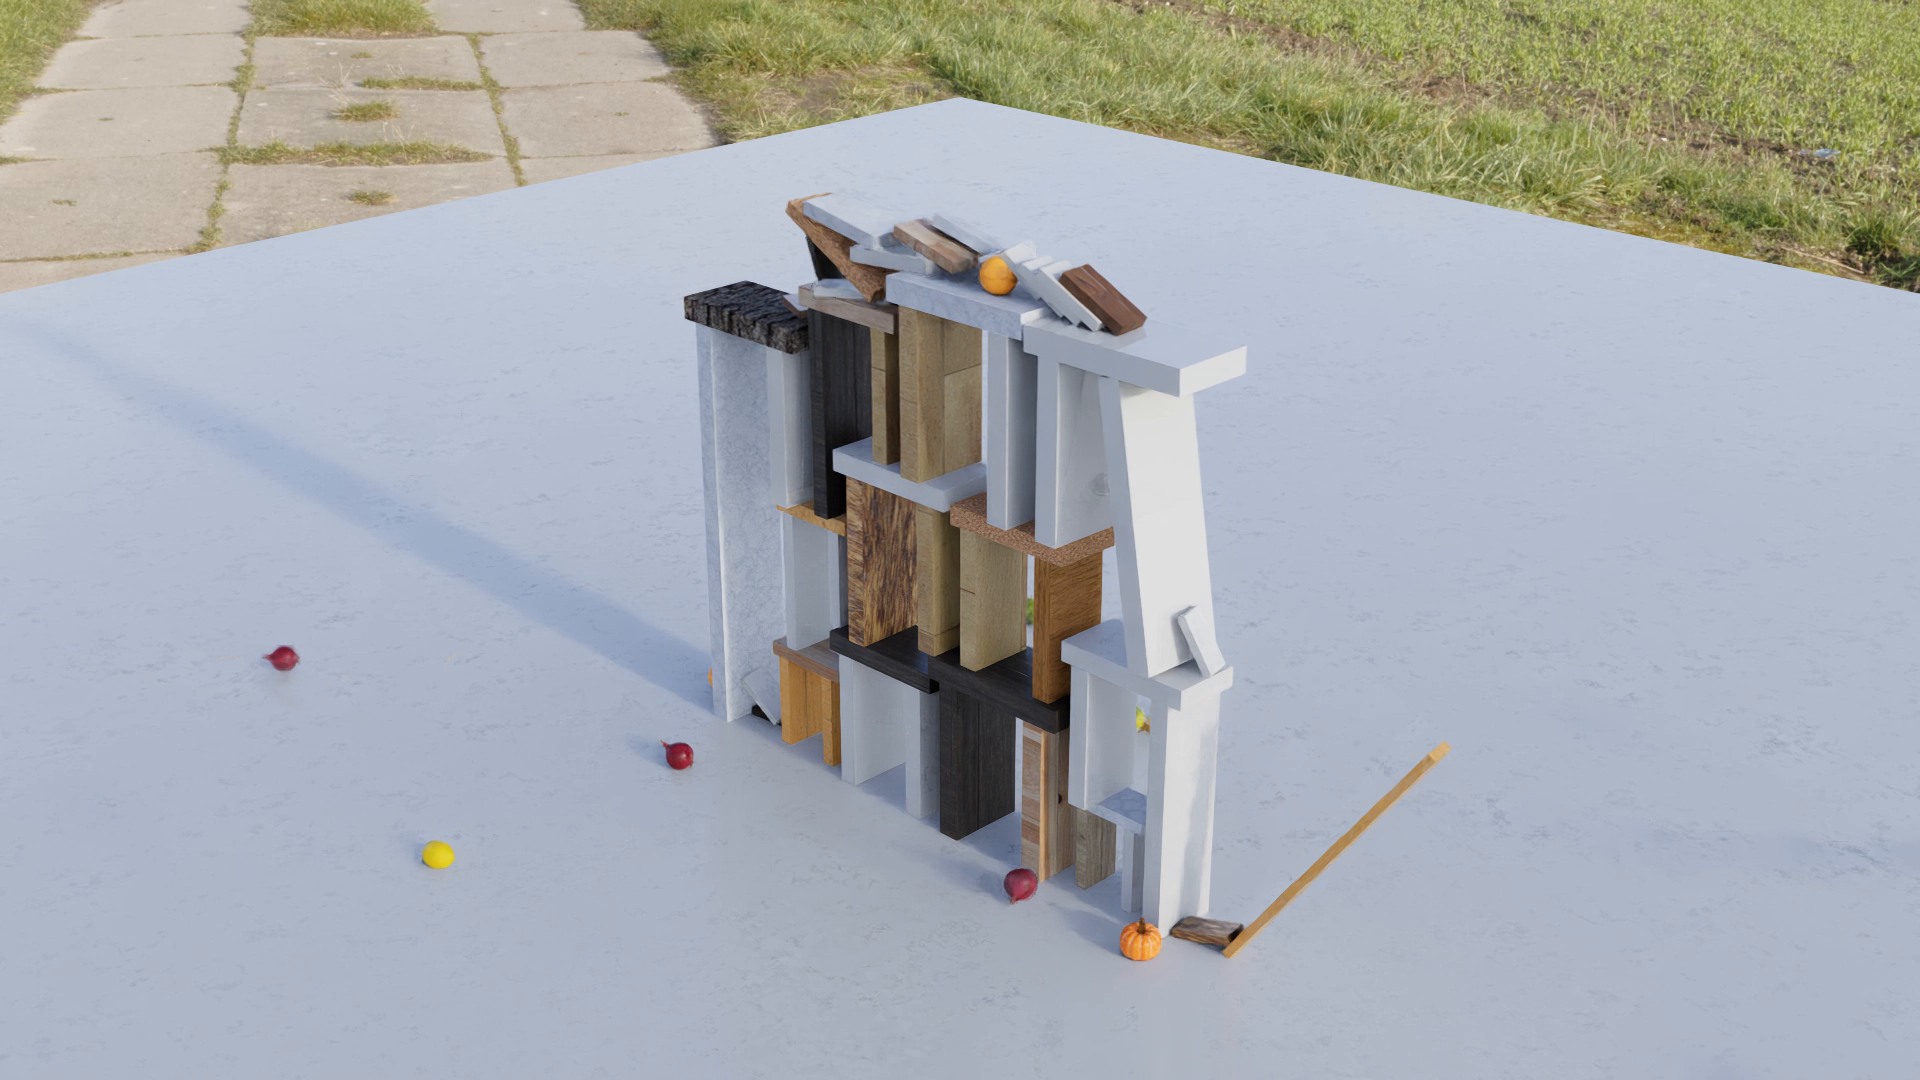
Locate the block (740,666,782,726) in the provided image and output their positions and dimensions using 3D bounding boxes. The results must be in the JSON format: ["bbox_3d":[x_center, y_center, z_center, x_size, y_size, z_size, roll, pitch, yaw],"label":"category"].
[{"bbox_3d":[-0.416,0.340,4.803,0.064,0.018,0.128,-27,68,-37],"label":"block"}]

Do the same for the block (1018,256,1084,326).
[{"bbox_3d":[0.179,-0.436,3.840,0.148,0.021,0.074,45,41,18],"label":"block"}]

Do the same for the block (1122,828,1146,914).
[{"bbox_3d":[0.342,0.603,4.116,0.025,0.174,0.087,21,31,41],"label":"block"}]

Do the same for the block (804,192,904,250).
[{"bbox_3d":[-0.194,-0.608,4.184,0.101,0.029,0.203,-21,40,-39],"label":"block"}]

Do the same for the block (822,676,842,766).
[{"bbox_3d":[-0.242,0.366,4.638,0.029,0.203,0.101,21,31,40],"label":"block"}]

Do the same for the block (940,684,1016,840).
[{"bbox_3d":[0.036,0.413,4.360,0.047,0.334,0.167,21,31,41],"label":"block"}]

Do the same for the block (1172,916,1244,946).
[{"bbox_3d":[0.454,0.714,4.021,0.117,0.017,0.059,1,19,40],"label":"block"}]

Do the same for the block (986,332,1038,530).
[{"bbox_3d":[0.126,-0.216,3.992,0.170,0.368,0.048,-21,31,-41],"label":"block"}]

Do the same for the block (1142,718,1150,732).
[{"bbox_3d":[0.462,0.396,4.805,0.124,0.018,0.062,-21,31,-40],"label":"block"}]

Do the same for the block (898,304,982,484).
[{"bbox_3d":[-0.035,-0.292,4.135,0.048,0.340,0.170,21,31,41],"label":"block"}]

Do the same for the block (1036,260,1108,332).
[{"bbox_3d":[0.207,-0.423,3.811,0.148,0.021,0.074,45,41,18],"label":"block"}]

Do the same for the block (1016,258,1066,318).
[{"bbox_3d":[0.158,-0.444,3.870,0.124,0.015,0.054,49,42,15],"label":"block"}]

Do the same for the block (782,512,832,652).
[{"bbox_3d":[-0.318,0.073,4.601,0.029,0.309,0.104,21,31,40],"label":"block"}]

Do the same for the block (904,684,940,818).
[{"bbox_3d":[-0.043,0.403,4.438,0.041,0.291,0.145,21,31,41],"label":"block"}]

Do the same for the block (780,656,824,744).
[{"bbox_3d":[-0.338,0.329,4.726,0.029,0.202,0.101,21,31,41],"label":"block"}]

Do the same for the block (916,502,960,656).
[{"bbox_3d":[-0.012,0.056,4.258,0.154,0.309,0.044,-21,31,-41],"label":"block"}]

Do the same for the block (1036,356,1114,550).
[{"bbox_3d":[0.215,-0.176,3.919,0.175,0.350,0.050,-21,31,-40],"label":"block"}]

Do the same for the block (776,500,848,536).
[{"bbox_3d":[-0.267,-0.063,4.490,0.208,0.029,0.104,21,31,40],"label":"block"}]

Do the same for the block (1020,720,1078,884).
[{"bbox_3d":[0.193,0.474,4.216,0.047,0.334,0.167,21,31,41],"label":"block"}]

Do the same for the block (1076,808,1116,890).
[{"bbox_3d":[0.260,0.571,4.191,0.025,0.174,0.087,21,31,40],"label":"block"}]

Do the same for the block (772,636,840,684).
[{"bbox_3d":[-0.290,0.241,4.637,0.202,0.029,0.101,21,31,40],"label":"block"}]

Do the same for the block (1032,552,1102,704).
[{"bbox_3d":[0.199,0.147,4.073,0.040,0.284,0.142,21,31,41],"label":"block"}]

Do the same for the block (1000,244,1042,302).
[{"bbox_3d":[0.122,-0.474,3.902,0.107,0.015,0.054,51,41,9],"label":"block"}]

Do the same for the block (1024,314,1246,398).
[{"bbox_3d":[0.297,-0.328,3.765,0.350,0.050,0.175,21,31,40],"label":"block"}]

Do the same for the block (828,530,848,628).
[{"bbox_3d":[-0.218,0.065,4.491,0.029,0.208,0.104,21,31,40],"label":"block"}]

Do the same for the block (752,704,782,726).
[{"bbox_3d":[-0.389,0.382,4.836,0.128,0.018,0.064,18,29,35],"label":"block"}]

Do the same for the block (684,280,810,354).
[{"bbox_3d":[-0.388,-0.453,4.454,0.335,0.047,0.167,21,31,40],"label":"block"}]

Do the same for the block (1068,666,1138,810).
[{"bbox_3d":[0.266,0.345,4.076,0.040,0.284,0.142,21,31,40],"label":"block"}]

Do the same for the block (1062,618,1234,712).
[{"bbox_3d":[0.334,0.222,3.953,0.142,0.040,0.283,-21,31,-40],"label":"block"}]

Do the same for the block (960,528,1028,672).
[{"bbox_3d":[0.065,0.095,4.197,0.040,0.284,0.142,21,31,41],"label":"block"}]

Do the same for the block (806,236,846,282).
[{"bbox_3d":[-0.263,-0.561,4.277,0.057,0.114,0.016,-16,2,-36],"label":"block"}]

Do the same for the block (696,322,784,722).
[{"bbox_3d":[-0.465,-0.046,4.711,0.167,0.904,0.047,-21,31,-40],"label":"block"}]

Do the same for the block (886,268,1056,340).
[{"bbox_3d":[0.044,-0.439,3.985,0.340,0.048,0.170,21,31,40],"label":"block"}]

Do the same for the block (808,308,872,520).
[{"bbox_3d":[-0.233,-0.263,4.370,0.038,0.433,0.134,21,31,40],"label":"block"}]

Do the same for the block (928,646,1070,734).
[{"bbox_3d":[0.114,0.268,4.214,0.334,0.047,0.167,21,31,41],"label":"block"}]

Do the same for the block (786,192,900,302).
[{"bbox_3d":[-0.211,-0.563,4.216,0.101,0.029,0.285,-19,55,-37],"label":"block"}]

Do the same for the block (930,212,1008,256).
[{"bbox_3d":[0.031,-0.553,4.047,0.162,0.023,0.081,33,18,25],"label":"block"}]

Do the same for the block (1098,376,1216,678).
[{"bbox_3d":[0.347,-0.041,3.837,0.175,0.534,0.050,-19,20,-38],"label":"block"}]

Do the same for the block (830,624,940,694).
[{"bbox_3d":[-0.111,0.224,4.436,0.291,0.041,0.145,21,31,40],"label":"block"}]

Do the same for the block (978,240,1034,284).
[{"bbox_3d":[0.084,-0.502,3.971,0.107,0.054,0.015,-21,53,-14],"label":"block"}]

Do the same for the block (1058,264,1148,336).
[{"bbox_3d":[0.246,-0.415,3.791,0.148,0.021,0.074,45,41,18],"label":"block"}]

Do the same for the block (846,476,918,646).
[{"bbox_3d":[-0.154,0.022,4.400,0.044,0.358,0.154,21,31,39],"label":"block"}]

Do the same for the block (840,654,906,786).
[{"bbox_3d":[-0.180,0.350,4.564,0.041,0.291,0.145,21,31,41],"label":"block"}]

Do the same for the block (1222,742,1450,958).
[{"bbox_3d":[0.640,0.543,3.795,0.017,0.639,0.059,48,41,14],"label":"block"}]

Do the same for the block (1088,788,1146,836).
[{"bbox_3d":[0.301,0.496,4.115,0.174,0.025,0.087,21,31,40],"label":"block"}]

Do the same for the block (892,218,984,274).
[{"bbox_3d":[-0.039,-0.542,4.040,0.081,0.023,0.162,-22,46,-41],"label":"block"}]

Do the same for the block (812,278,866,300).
[{"bbox_3d":[-0.213,-0.480,4.206,0.124,0.018,0.062,6,24,13],"label":"block"}]

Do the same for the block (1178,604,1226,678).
[{"bbox_3d":[0.424,0.178,3.863,0.017,0.117,0.058,-20,8,37],"label":"block"}]

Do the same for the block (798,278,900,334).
[{"bbox_3d":[-0.171,-0.456,4.221,0.134,0.038,0.268,-21,31,-40],"label":"block"}]

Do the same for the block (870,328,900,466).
[{"bbox_3d":[-0.107,-0.290,4.222,0.038,0.268,0.134,21,31,41],"label":"block"}]

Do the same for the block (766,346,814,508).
[{"bbox_3d":[-0.307,-0.247,4.456,0.047,0.335,0.167,21,31,41],"label":"block"}]

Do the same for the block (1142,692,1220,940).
[{"bbox_3d":[0.400,0.488,3.994,0.142,0.482,0.040,-20,31,-39],"label":"block"}]

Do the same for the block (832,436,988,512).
[{"bbox_3d":[-0.085,-0.135,4.257,0.154,0.044,0.309,-21,31,-41],"label":"block"}]

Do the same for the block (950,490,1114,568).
[{"bbox_3d":[0.133,-0.028,4.072,0.284,0.040,0.142,21,31,41],"label":"block"}]

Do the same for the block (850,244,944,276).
[{"bbox_3d":[-0.099,-0.531,4.110,0.203,0.029,0.101,17,28,42],"label":"block"}]

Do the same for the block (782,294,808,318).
[{"bbox_3d":[-0.313,-0.471,4.413,0.057,0.016,0.114,-9,25,-20],"label":"block"}]
